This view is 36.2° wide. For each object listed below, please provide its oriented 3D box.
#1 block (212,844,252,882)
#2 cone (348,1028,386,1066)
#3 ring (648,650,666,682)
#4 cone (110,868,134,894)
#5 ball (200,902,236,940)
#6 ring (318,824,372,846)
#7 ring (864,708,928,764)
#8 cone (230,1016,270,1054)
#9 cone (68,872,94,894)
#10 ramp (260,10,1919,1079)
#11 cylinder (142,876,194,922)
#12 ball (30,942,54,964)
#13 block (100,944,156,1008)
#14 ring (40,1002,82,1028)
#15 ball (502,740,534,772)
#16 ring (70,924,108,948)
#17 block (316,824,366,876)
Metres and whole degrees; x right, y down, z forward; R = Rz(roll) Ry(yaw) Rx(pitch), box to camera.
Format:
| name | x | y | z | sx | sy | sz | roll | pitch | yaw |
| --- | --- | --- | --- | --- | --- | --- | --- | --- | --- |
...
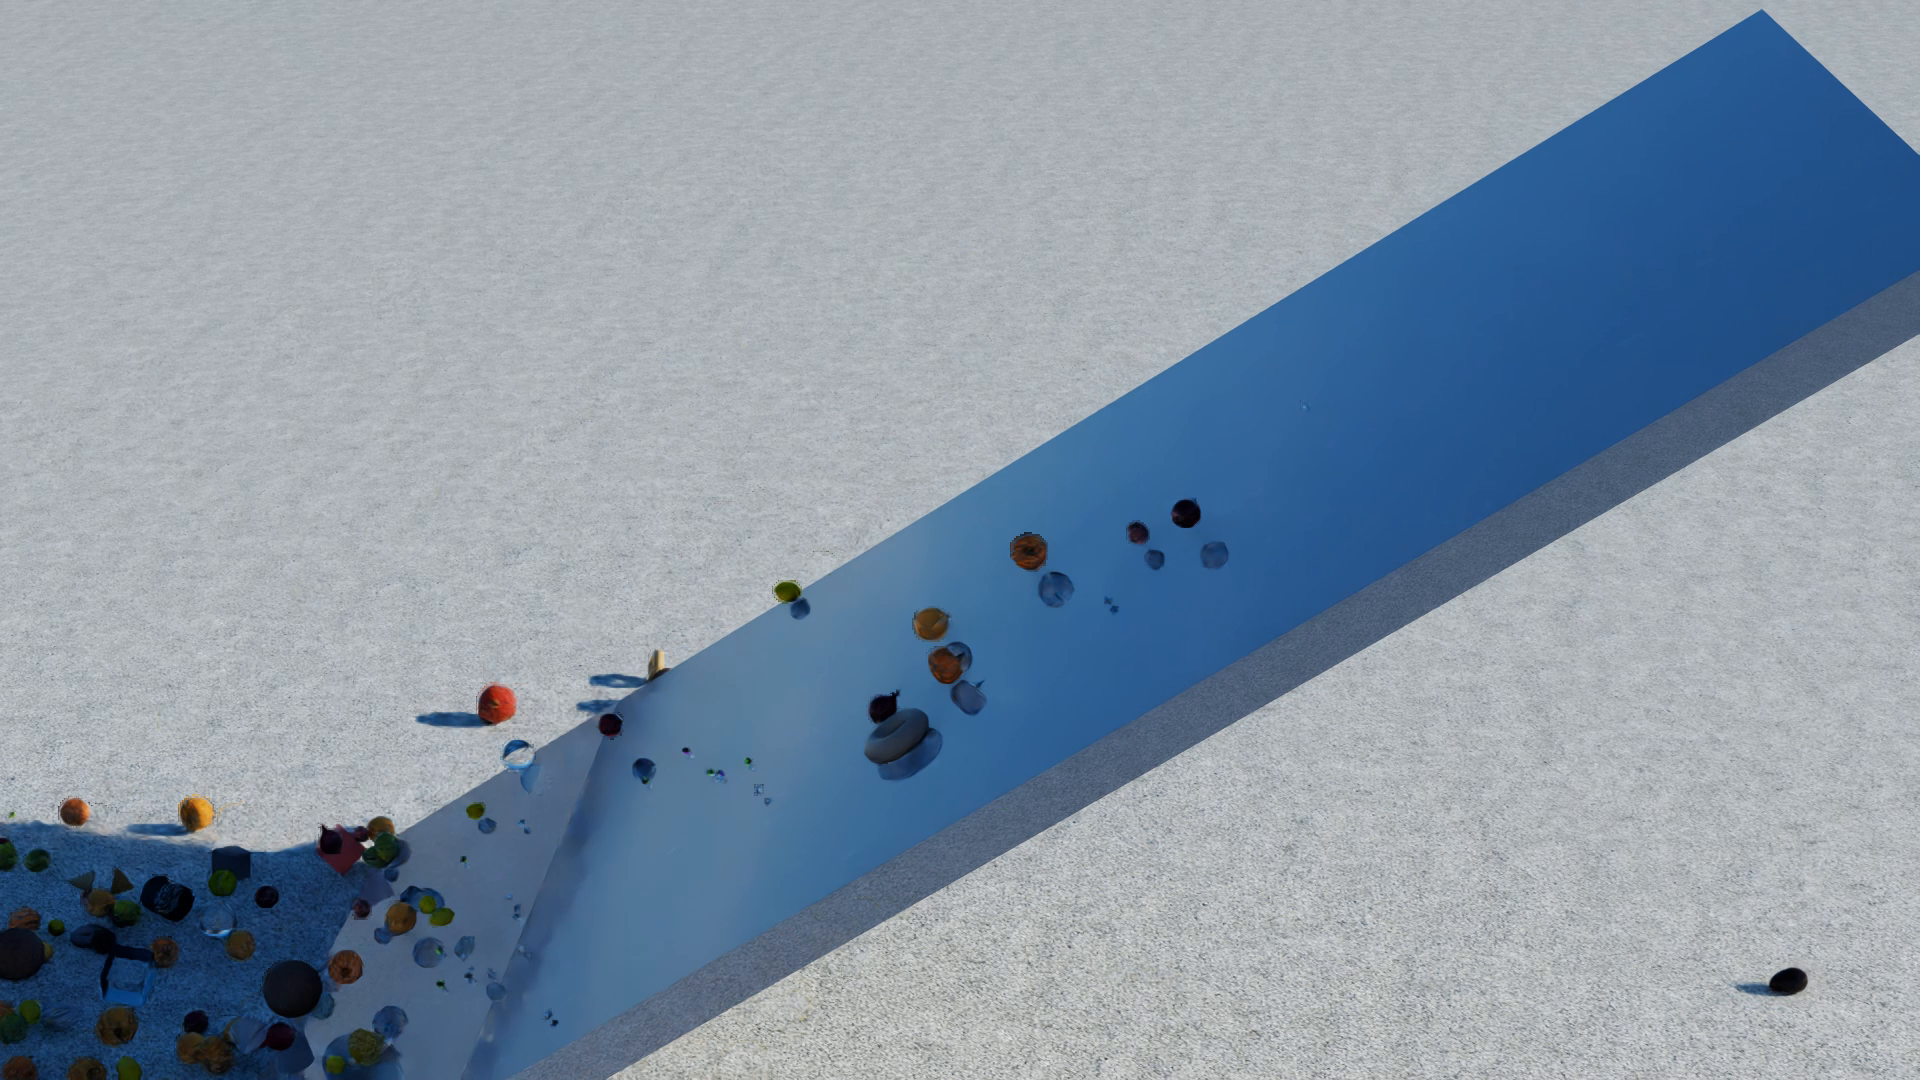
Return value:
| name | x | y | z | sx | sy | sz | roll | pitch | yaw |
| --- | --- | --- | --- | --- | --- | --- | --- | --- | --- |
| block | -1.898 | 0.843 | 7.662 | 0.070 | 0.070 | 0.070 | 16 | 15 | 37 |
| cone | -1.236 | 1.060 | 6.216 | 0.080 | 0.080 | 0.080 | 9 | 10 | 23 |
| ring | -0.915 | 0.380 | 8.862 | 0.034 | 0.103 | 0.103 | 14 | 17 | -16 |
| cone | -2.148 | 0.864 | 7.514 | 0.062 | 0.062 | 0.062 | -11 | 9 | 2 |
| ball | -1.855 | 0.953 | 7.353 | 0.091 | 0.091 | 0.091 | 0 | 20 | 0 |
| ring | -1.632 | 0.788 | 7.797 | 0.148 | 0.049 | 0.148 | -16 | 0 | 0 |
| ring | -0.127 | 0.393 | 5.898 | 0.148 | 0.049 | 0.148 | -32 | 17 | 11 |
| cone | -1.586 | 1.121 | 6.533 | 0.090 | 0.090 | 0.090 | -1 | 19 | -3 |
| cone | -2.266 | 0.880 | 7.566 | 0.062 | 0.062 | 0.062 | 7 | 16 | -25 |
| ramp | 0.139 | 0.171 | 6.297 | 4.000 | 0.100 | 2.000 | -31 | 15 | 14 |
| cylinder | -2.000 | 0.904 | 7.423 | 0.091 | 0.091 | 0.091 | 15 | -18 | 34 |
| ball | -2.259 | 1.015 | 7.237 | 0.055 | 0.055 | 0.055 | 0 | 20 | 0 |
| block | -1.990 | 1.042 | 7.036 | 0.098 | 0.098 | 0.098 | 10 | 47 | 0 |
| ring | -2.131 | 1.127 | 6.970 | 0.093 | 0.031 | 0.093 | 0 | 22 | 0 |
| ball | -1.124 | 0.547 | 7.483 | 0.081 | 0.081 | 0.081 | 0 | 20 | 0 |
| ring | -2.174 | 0.989 | 7.343 | 0.092 | 0.031 | 0.092 | -1 | 20 | 0 |
| block | -1.612 | 0.806 | 7.659 | 0.090 | 0.090 | 0.090 | -49 | 12 | -10 |
